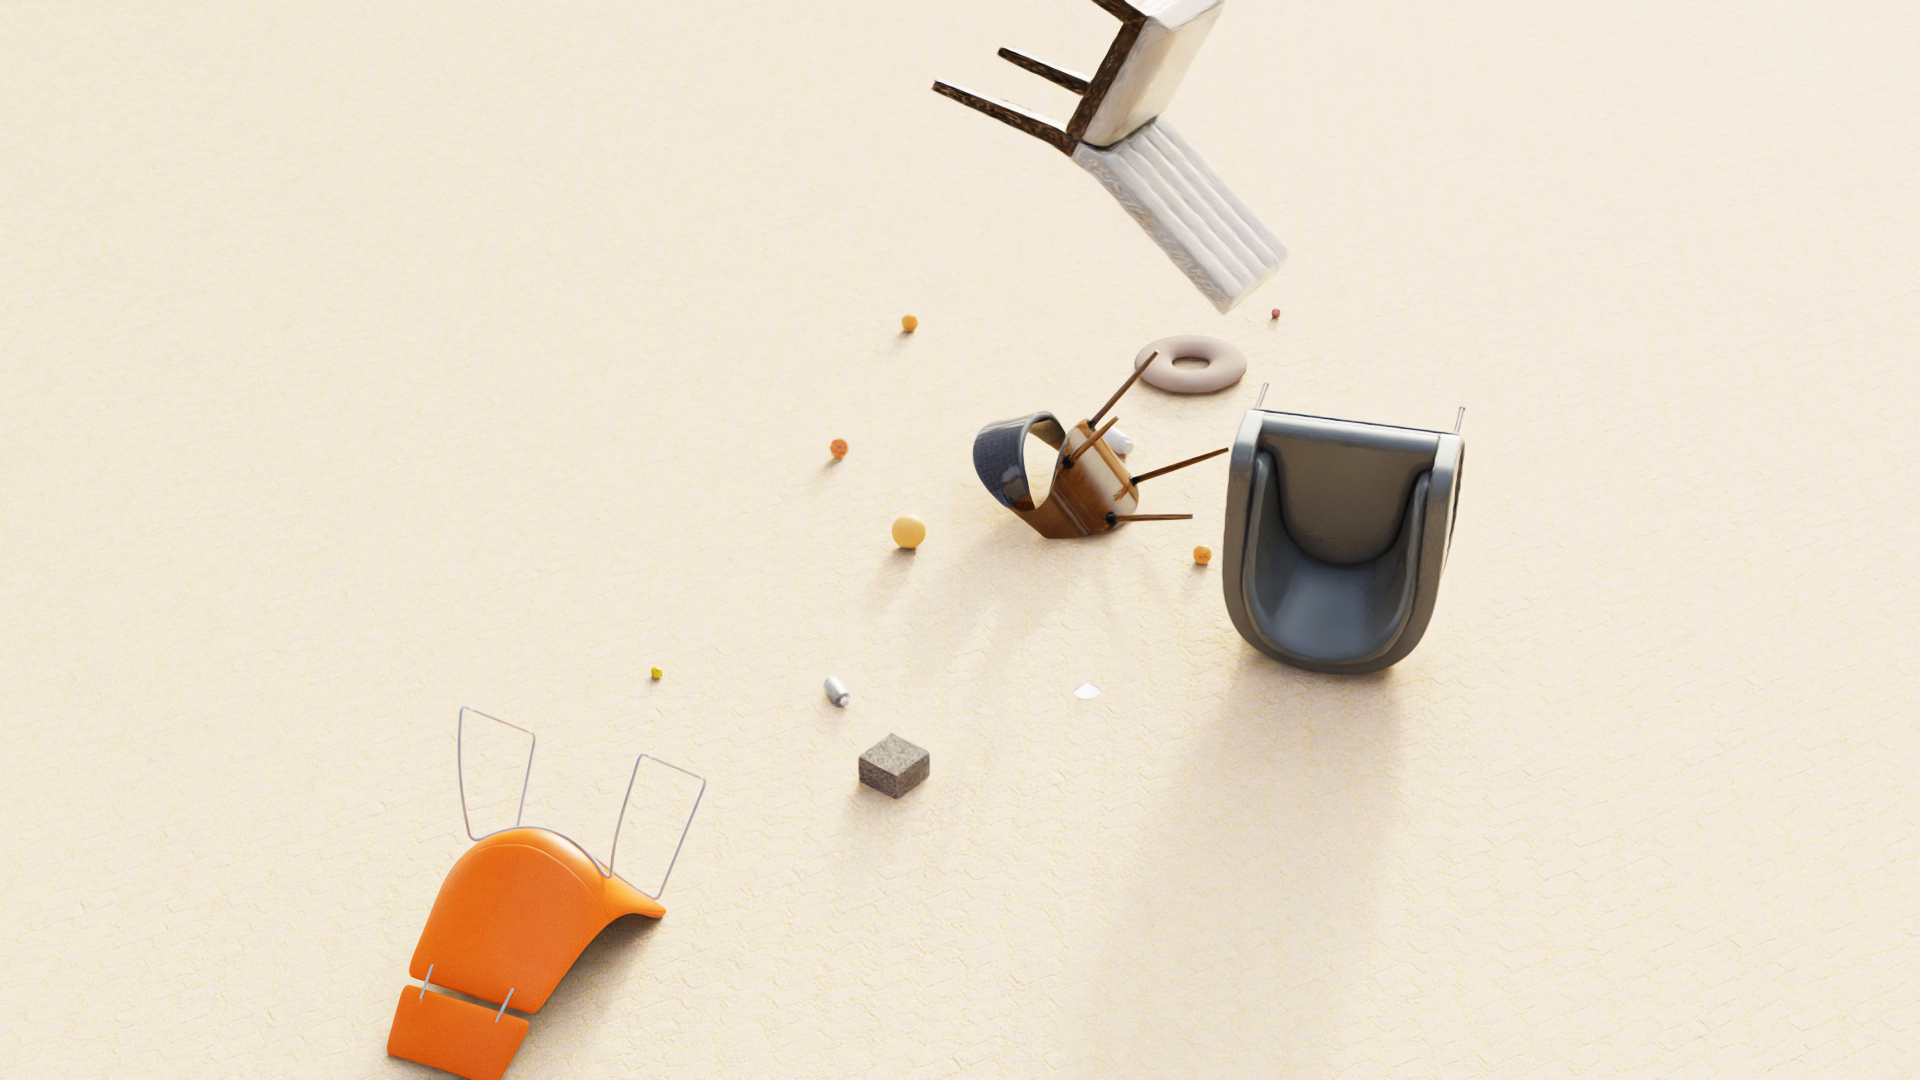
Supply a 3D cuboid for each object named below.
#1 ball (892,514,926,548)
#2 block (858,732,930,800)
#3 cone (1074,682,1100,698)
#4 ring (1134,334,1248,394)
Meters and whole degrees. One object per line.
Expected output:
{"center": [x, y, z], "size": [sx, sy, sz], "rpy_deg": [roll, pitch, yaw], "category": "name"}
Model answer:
{"center": [-0.190, -0.033, 10.878], "size": [0.129, 0.129, 0.129], "rpy_deg": [0, 33, 0], "category": "ball"}
{"center": [-0.218, 0.750, 9.714], "size": [0.166, 0.101, 0.168], "rpy_deg": [24, 40, 32], "category": "block"}
{"center": [0.441, 0.507, 10.139], "size": [0.096, 0.040, 0.082], "rpy_deg": [-14, 36, -20], "category": "cone"}
{"center": [0.943, -0.719, 11.978], "size": [0.466, 0.066, 0.436], "rpy_deg": [-10, 35, -14], "category": "ring"}
